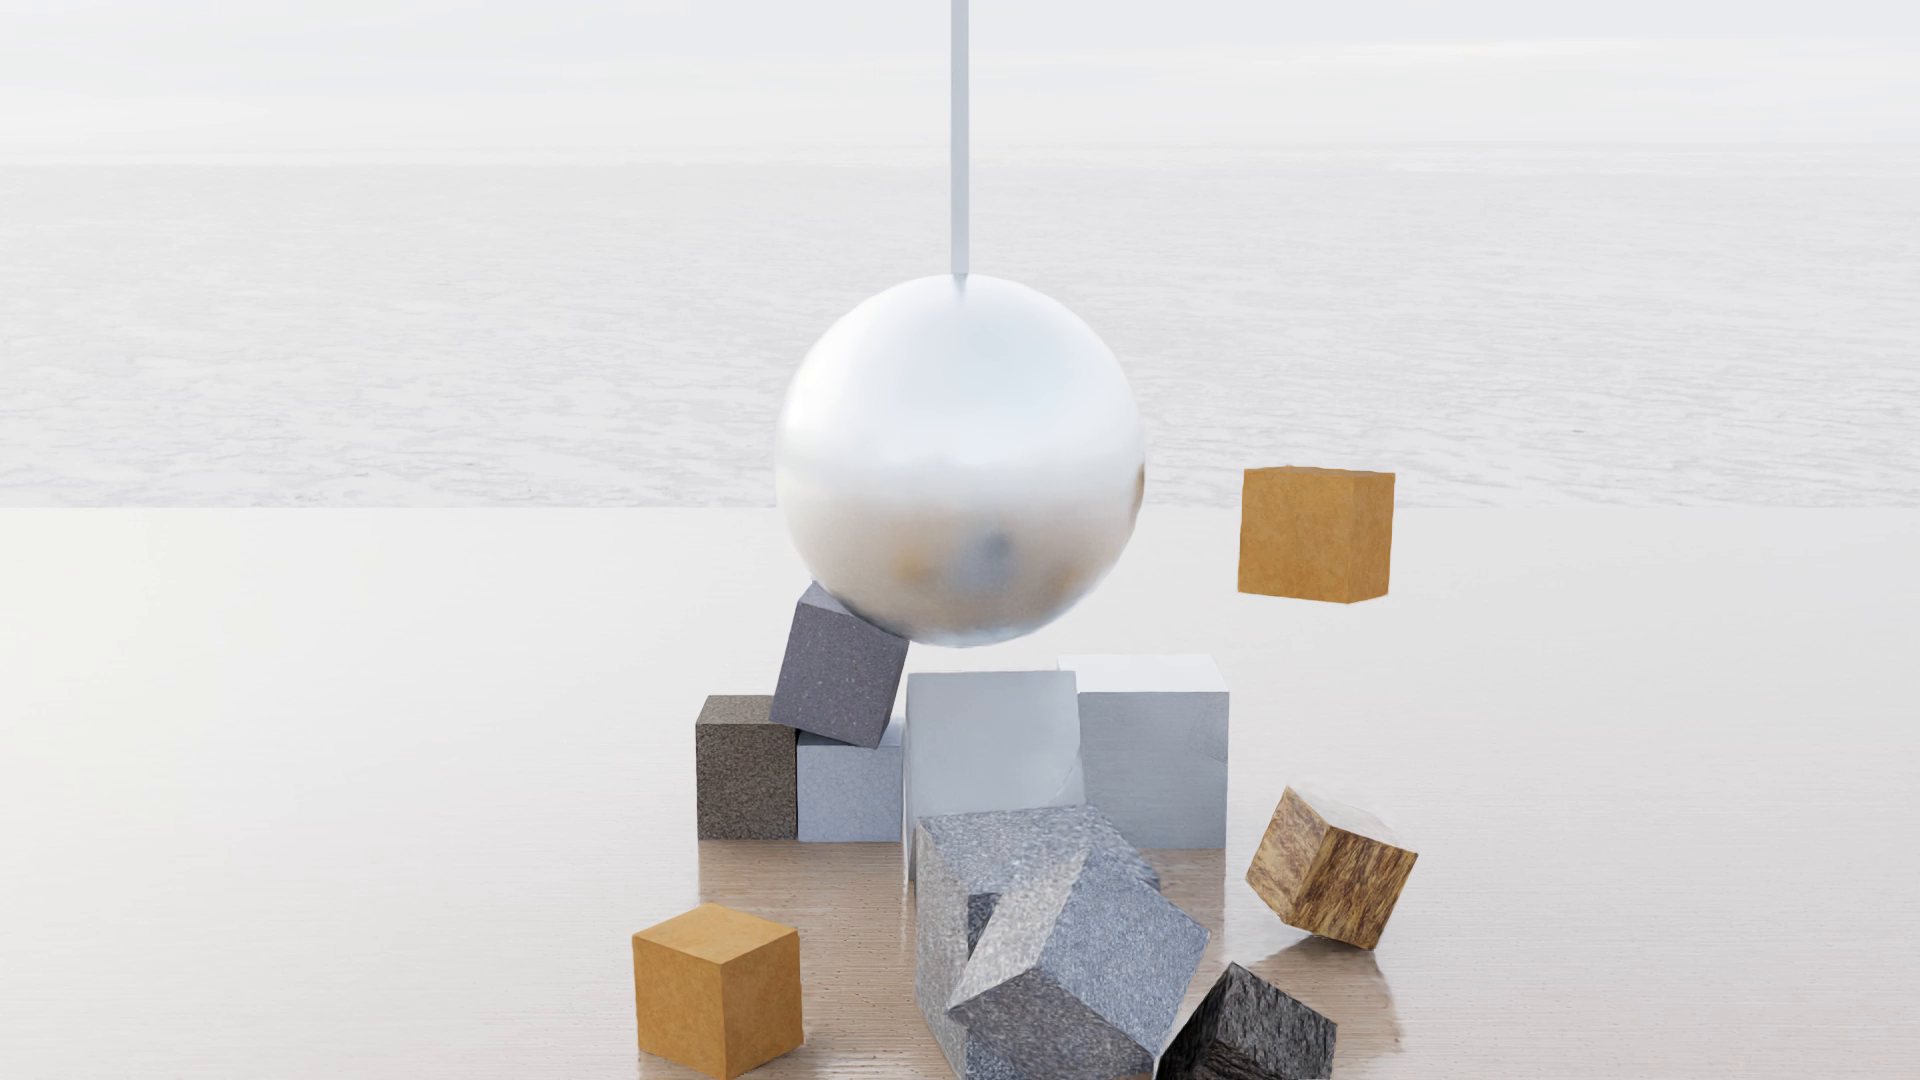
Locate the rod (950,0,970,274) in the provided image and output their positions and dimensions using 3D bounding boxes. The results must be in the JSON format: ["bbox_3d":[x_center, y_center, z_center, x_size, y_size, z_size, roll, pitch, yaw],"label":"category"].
[{"bbox_3d":[0.000,-3.716,9.761,0.080,5.200,0.080,0,-6,0],"label":"rod"}]

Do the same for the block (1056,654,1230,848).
[{"bbox_3d":[0.925,1.079,11.364,0.817,0.812,0.803,0,10,0],"label":"block"}]

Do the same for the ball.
[{"bbox_3d":[0.000,-0.335,9.404,1.600,1.600,1.600,0,10,0],"label":"ball"}]

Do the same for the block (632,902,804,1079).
[{"bbox_3d":[-0.942,1.750,8.565,0.489,0.475,0.421,8,16,39],"label":"block"}]

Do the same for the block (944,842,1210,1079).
[{"bbox_3d":[0.397,1.477,7.505,0.610,0.521,0.521,-40,15,50],"label":"block"}]

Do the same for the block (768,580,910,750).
[{"bbox_3d":[-0.588,0.628,11.199,0.562,0.632,0.540,15,11,2],"label":"block"}]

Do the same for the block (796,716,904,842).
[{"bbox_3d":[-0.561,1.231,11.394,0.522,0.502,0.584,0,10,0],"label":"block"}]

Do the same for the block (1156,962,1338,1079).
[{"bbox_3d":[0.953,1.835,7.474,0.423,0.491,0.463,31,25,0],"label":"block"}]

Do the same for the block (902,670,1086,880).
[{"bbox_3d":[0.147,1.124,10.466,0.790,0.773,0.704,-1,-29,-4],"label":"block"}]

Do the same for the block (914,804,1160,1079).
[{"bbox_3d":[0.282,1.569,8.586,0.742,0.793,0.807,-3,14,-15],"label":"block"}]

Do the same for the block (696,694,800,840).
[{"bbox_3d":[-1.083,1.173,11.411,0.503,0.610,0.588,0,10,0],"label":"block"}]

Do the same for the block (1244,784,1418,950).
[{"bbox_3d":[1.640,1.450,9.750,0.466,0.478,0.469,19,10,-19],"label":"block"}]

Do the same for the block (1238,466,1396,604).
[{"bbox_3d":[1.743,-0.036,10.742,0.565,0.602,0.548,6,7,31],"label":"block"}]
